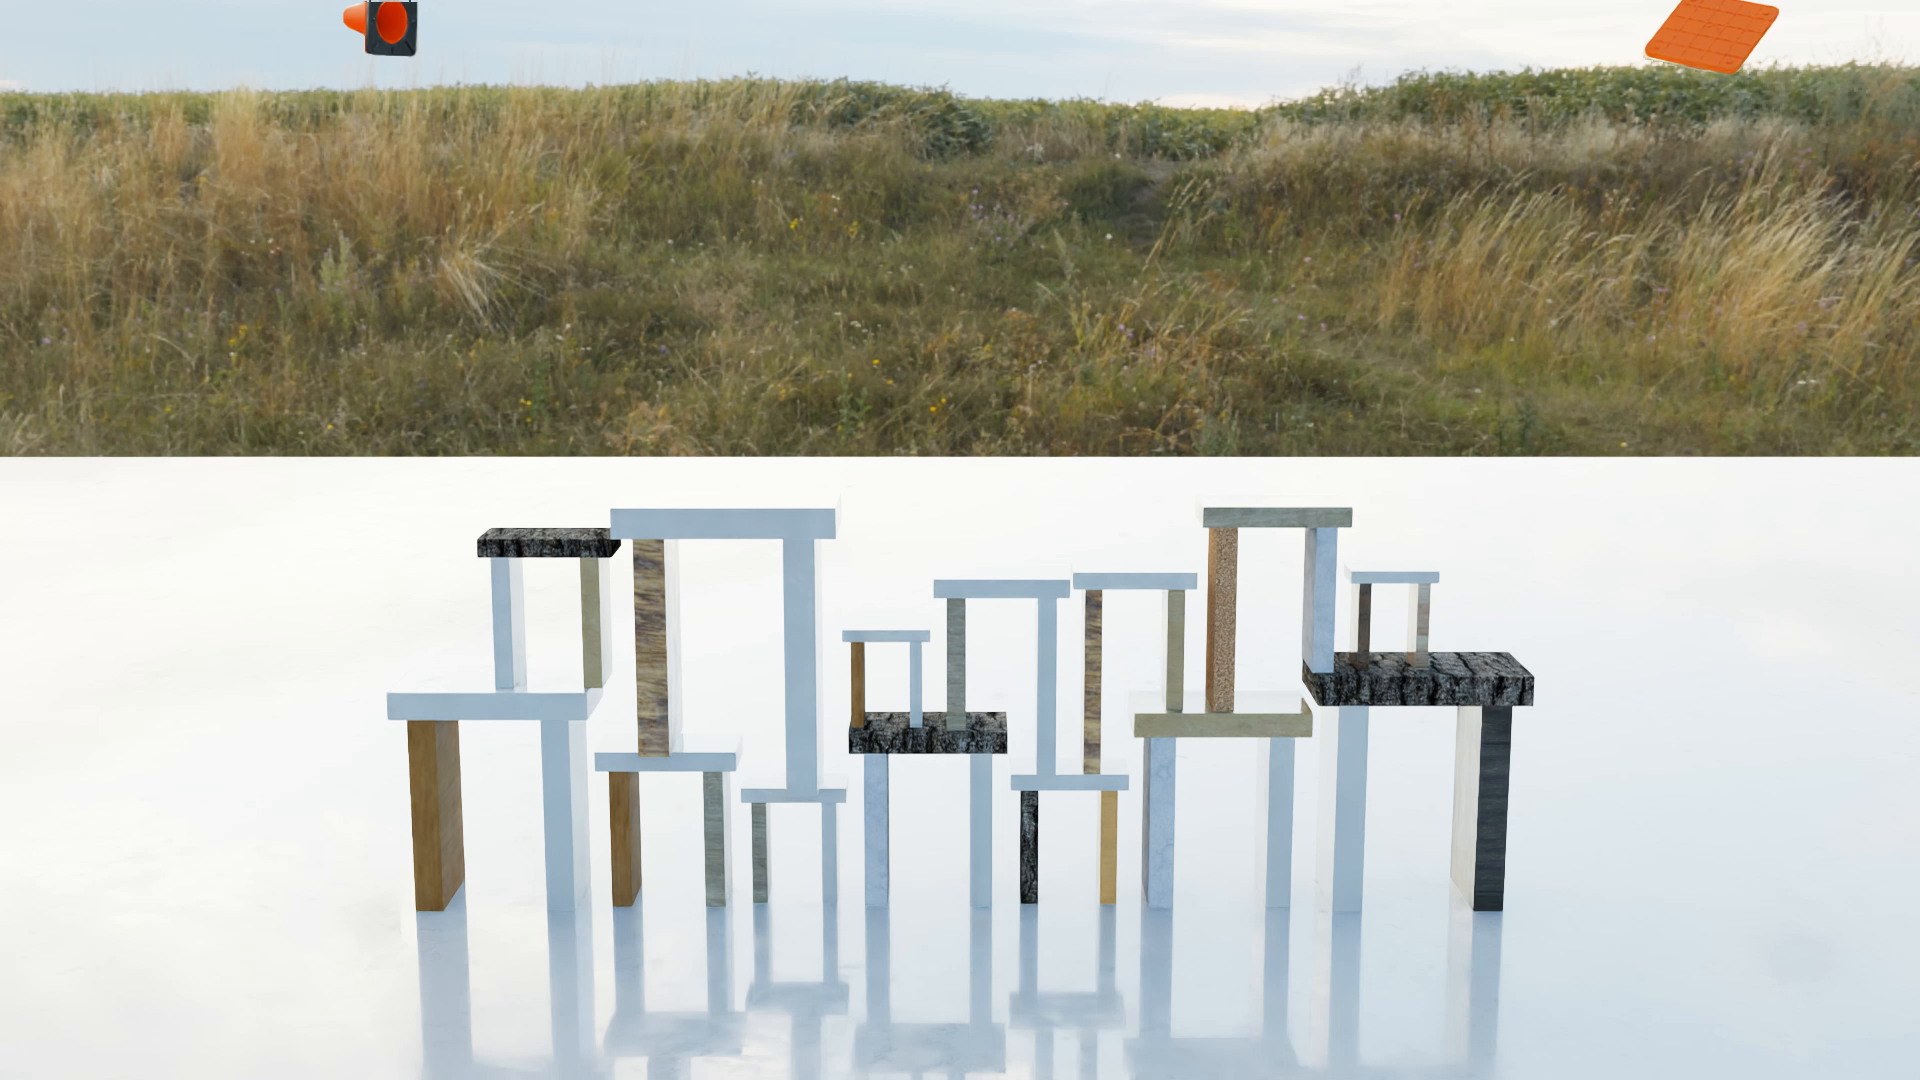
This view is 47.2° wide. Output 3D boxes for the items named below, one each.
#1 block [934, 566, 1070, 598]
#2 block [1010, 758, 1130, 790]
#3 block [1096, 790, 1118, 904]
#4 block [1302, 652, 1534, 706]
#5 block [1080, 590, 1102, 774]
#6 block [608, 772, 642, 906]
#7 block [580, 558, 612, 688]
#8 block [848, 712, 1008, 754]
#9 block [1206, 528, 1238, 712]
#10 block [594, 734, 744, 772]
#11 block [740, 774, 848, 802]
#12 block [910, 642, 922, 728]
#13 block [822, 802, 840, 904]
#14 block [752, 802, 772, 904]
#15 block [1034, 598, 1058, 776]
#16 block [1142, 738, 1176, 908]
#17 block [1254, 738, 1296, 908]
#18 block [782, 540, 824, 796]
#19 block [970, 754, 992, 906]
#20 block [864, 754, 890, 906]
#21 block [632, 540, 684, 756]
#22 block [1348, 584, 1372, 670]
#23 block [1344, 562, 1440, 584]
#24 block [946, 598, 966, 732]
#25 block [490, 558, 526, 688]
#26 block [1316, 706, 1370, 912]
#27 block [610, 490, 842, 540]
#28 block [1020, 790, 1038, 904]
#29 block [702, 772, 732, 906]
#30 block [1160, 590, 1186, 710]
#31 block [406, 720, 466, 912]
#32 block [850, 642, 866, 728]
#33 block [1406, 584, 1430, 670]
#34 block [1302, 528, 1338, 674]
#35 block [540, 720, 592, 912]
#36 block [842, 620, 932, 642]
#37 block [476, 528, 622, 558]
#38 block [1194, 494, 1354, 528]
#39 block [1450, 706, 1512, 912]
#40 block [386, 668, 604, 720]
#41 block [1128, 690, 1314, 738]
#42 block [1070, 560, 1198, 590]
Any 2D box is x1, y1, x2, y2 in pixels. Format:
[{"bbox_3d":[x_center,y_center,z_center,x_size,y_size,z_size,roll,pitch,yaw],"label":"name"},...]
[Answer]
[{"bbox_3d":[0.067,0.068,3.575,0.220,0.031,0.110,0,11,0],"label":"block"},{"bbox_3d":[0.179,0.386,3.631,0.194,0.027,0.097,0,11,0],"label":"block"},{"bbox_3d":[0.244,0.495,3.651,0.027,0.194,0.097,0,11,0],"label":"block"},{"bbox_3d":[0.746,0.227,3.603,0.345,0.049,0.172,0,11,0],"label":"block"},{"bbox_3d":[0.215,0.221,3.604,0.028,0.307,0.099,0,11,0],"label":"block"},{"bbox_3d":[-0.554,0.478,3.644,0.033,0.229,0.115,0,11,0],"label":"block"},{"bbox_3d":[-0.592,0.124,3.582,0.030,0.214,0.107,0,11,0],"label":"block"},{"bbox_3d":[-0.052,0.317,3.624,0.258,0.037,0.129,0,11,0],"label":"block"},{"bbox_3d":[0.425,0.118,3.579,0.034,0.302,0.119,0,11,0],"label":"block"},{"bbox_3d":[-0.478,0.349,3.620,0.230,0.033,0.115,0,11,0],"label":"block"},{"bbox_3d":[-0.272,0.410,3.632,0.172,0.024,0.086,0,11,0],"label":"block"},{"bbox_3d":[-0.072,0.229,3.605,0.020,0.143,0.072,0,11,0],"label":"block"},{"bbox_3d":[-0.215,0.506,3.650,0.024,0.172,0.086,0,11,0],"label":"block"},{"bbox_3d":[-0.329,0.506,3.651,0.024,0.172,0.086,0,11,0],"label":"block"},{"bbox_3d":[0.140,0.228,3.604,0.031,0.294,0.110,0,11,0],"label":"block"},{"bbox_3d":[0.329,0.448,3.647,0.041,0.288,0.144,0,11,0],"label":"block"},{"bbox_3d":[0.521,0.448,3.647,0.041,0.288,0.144,0,11,0],"label":"block"},{"bbox_3d":[-0.255,0.190,3.595,0.050,0.421,0.178,0,11,0],"label":"block"},{"bbox_3d":[0.034,0.462,3.651,0.037,0.258,0.129,0,11,0],"label":"block"},{"bbox_3d":[-0.138,0.462,3.651,0.037,0.258,0.129,0,11,0],"label":"block"},{"bbox_3d":[-0.492,0.157,3.590,0.050,0.356,0.178,0,11,0],"label":"block"},{"bbox_3d":[0.652,0.133,3.582,0.020,0.142,0.071,0,11,0],"label":"block"},{"bbox_3d":[0.699,0.054,3.568,0.142,0.020,0.071,0,11,0],"label":"block"},{"bbox_3d":[-0.006,0.192,3.597,0.031,0.220,0.110,0,11,0],"label":"block"},{"bbox_3d":[-0.735,0.124,3.582,0.030,0.214,0.107,0,11,0],"label":"block"},{"bbox_3d":[0.631,0.420,3.639,0.049,0.345,0.172,0,11,0],"label":"block"},{"bbox_3d":[-0.374,-0.042,3.552,0.356,0.050,0.178,0,11,0],"label":"block"},{"bbox_3d":[0.115,0.495,3.651,0.027,0.194,0.097,0,11,0],"label":"block"},{"bbox_3d":[-0.401,0.478,3.644,0.033,0.230,0.115,0,11,0],"label":"block"},{"bbox_3d":[0.348,0.168,3.594,0.028,0.199,0.099,0,11,0],"label":"block"},{"bbox_3d":[-0.865,0.433,3.636,0.046,0.321,0.161,0,11,0],"label":"block"},{"bbox_3d":[-0.167,0.229,3.605,0.020,0.143,0.072,0,11,0],"label":"block"},{"bbox_3d":[0.747,0.133,3.582,0.020,0.142,0.071,0,11,0],"label":"block"},{"bbox_3d":[0.584,0.087,3.573,0.034,0.238,0.119,0,11,0],"label":"block"},{"bbox_3d":[-0.651,0.433,3.636,0.046,0.321,0.161,0,11,0],"label":"block"},{"bbox_3d":[-0.119,0.149,3.590,0.143,0.020,0.072,0,11,0],"label":"block"},{"bbox_3d":[-0.663,0.004,3.560,0.214,0.030,0.107,0,11,0],"label":"block"},{"bbox_3d":[0.504,-0.047,3.549,0.238,0.034,0.119,0,11,0],"label":"block"},{"bbox_3d":[0.861,0.420,3.639,0.049,0.345,0.172,0,11,0],"label":"block"},{"bbox_3d":[-0.758,0.252,3.603,0.321,0.046,0.161,0,11,0],"label":"block"},{"bbox_3d":[0.425,0.286,3.617,0.288,0.041,0.144,0,11,0],"label":"block"},{"bbox_3d":[0.281,0.057,3.573,0.199,0.028,0.099,0,11,0],"label":"block"}]
